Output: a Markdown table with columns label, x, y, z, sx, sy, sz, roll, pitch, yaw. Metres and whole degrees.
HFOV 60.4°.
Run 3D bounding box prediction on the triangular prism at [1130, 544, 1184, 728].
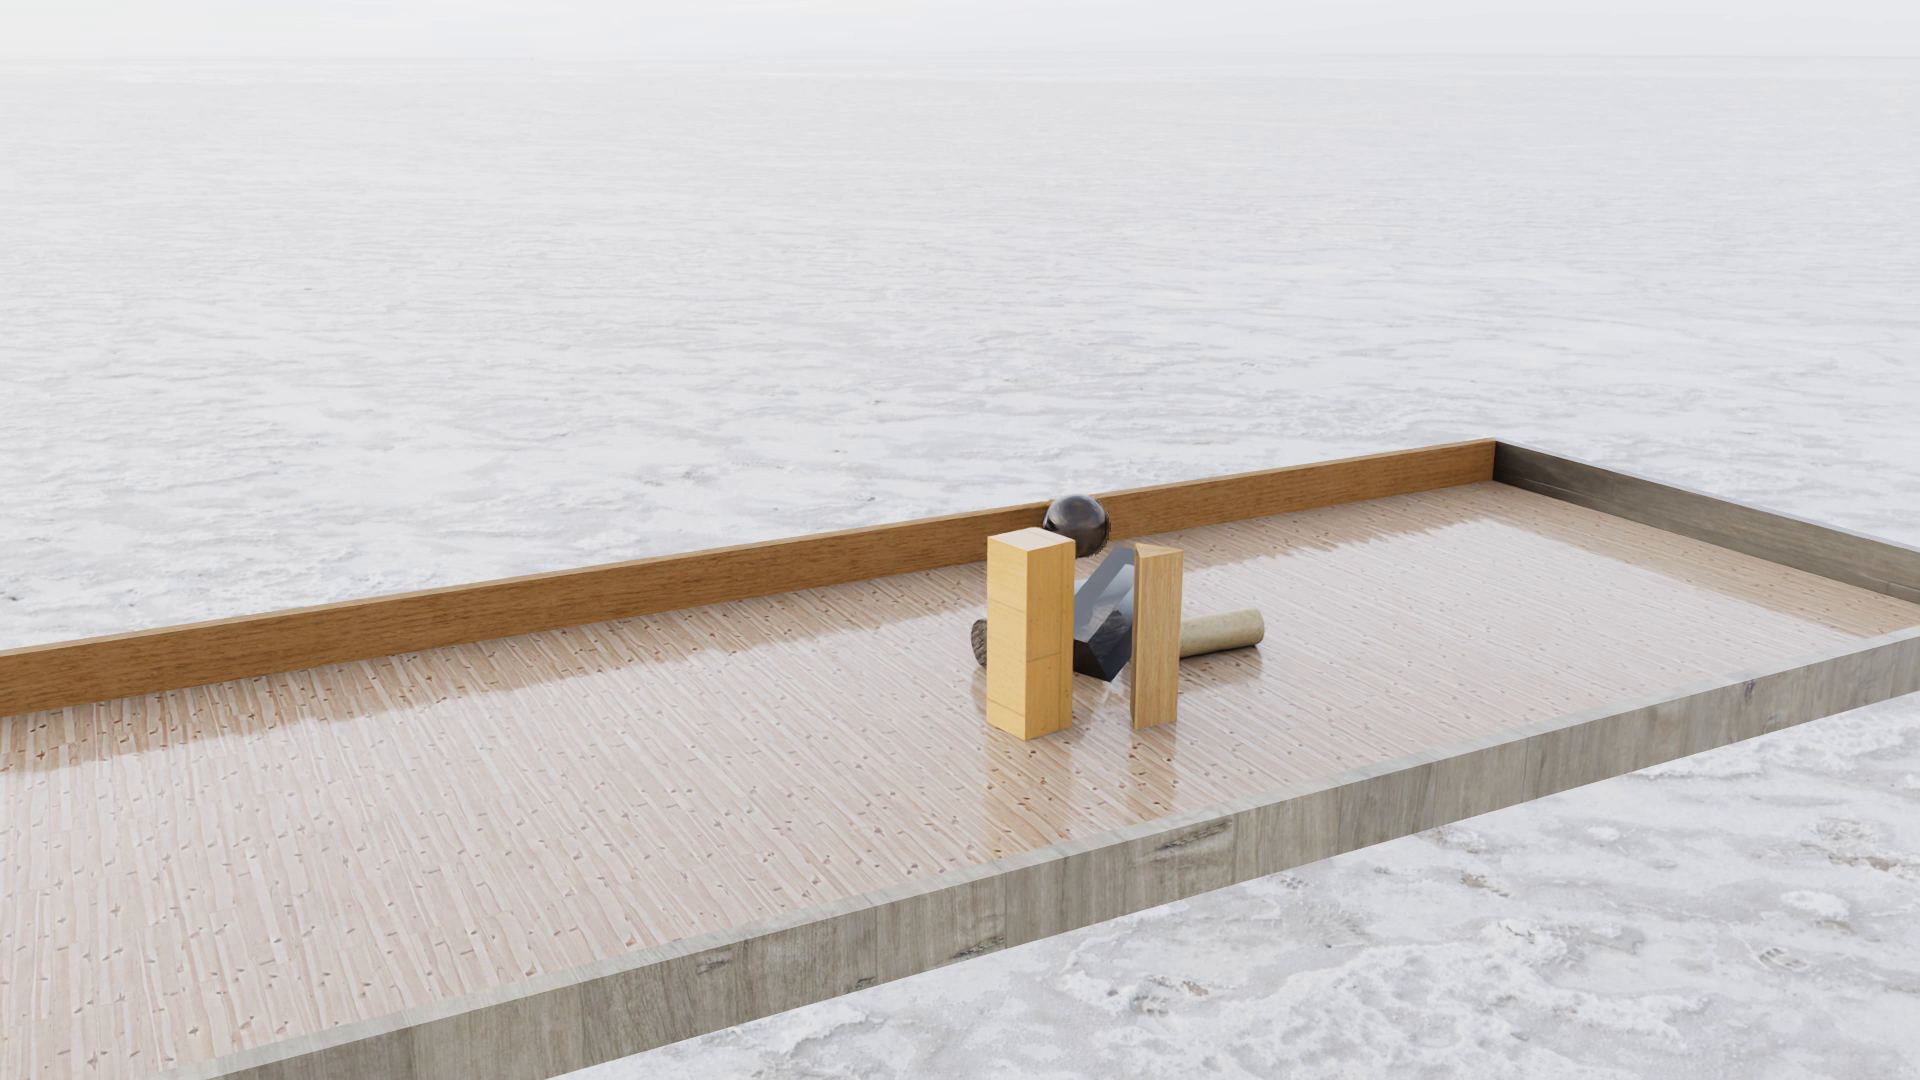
| label | x | y | z | sx | sy | sz | roll | pitch | yaw |
| --- | --- | --- | --- | --- | --- | --- | --- | --- | --- |
| triangular prism | 0.437 | 0.220 | 3.864 | 0.119 | 0.418 | 0.103 | -9 | 19 | -28 |

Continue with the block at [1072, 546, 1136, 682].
| label | x | y | z | sx | sy | sz | roll | pitch | yaw |
| --- | --- | --- | --- | --- | --- | --- | --- | --- | --- |
| block | 0.389 | 0.185 | 4.189 | 0.147 | 0.147 | 0.311 | 13 | 54 | 48 |

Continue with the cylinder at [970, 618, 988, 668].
| label | x | y | z | sx | sy | sz | roll | pitch | yaw |
| --- | --- | --- | --- | --- | --- | --- | --- | --- | --- |
| cylinder | 0.205 | 0.243 | 4.298 | 0.333 | 0.129 | 0.129 | -9 | 19 | -29 |

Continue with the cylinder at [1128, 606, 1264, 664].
| label | x | y | z | sx | sy | sz | roll | pitch | yaw |
| --- | --- | --- | --- | --- | --- | --- | --- | --- | --- |
| cylinder | 0.613 | 0.250 | 4.323 | 0.375 | 0.103 | 0.103 | -8 | 18 | -24 |

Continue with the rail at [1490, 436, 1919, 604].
| label | x | y | z | sx | sy | sz | roll | pitch | yaw |
| --- | --- | --- | --- | --- | --- | --- | --- | --- | --- |
| rail | 2.466 | -0.048 | 5.253 | 0.050 | 0.150 | 2.100 | -9 | 18 | -27 |

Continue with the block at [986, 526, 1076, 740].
| label | x | y | z | sx | sy | sz | roll | pitch | yaw |
| --- | --- | --- | --- | --- | --- | --- | --- | --- | --- |
| block | 0.162 | 0.215 | 3.817 | 0.142 | 0.455 | 0.142 | -12 | 20 | -36 |

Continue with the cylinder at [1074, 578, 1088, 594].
| label | x | y | z | sx | sy | sz | roll | pitch | yaw |
| --- | --- | --- | --- | --- | --- | --- | --- | --- | --- |
| cylinder | 0.356 | 0.171 | 4.544 | 0.455 | 0.129 | 0.129 | -11 | 20 | -33 |

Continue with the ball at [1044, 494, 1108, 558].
| label | x | y | z | sx | sy | sz | roll | pitch | yaw |
| --- | --- | --- | --- | --- | --- | --- | --- | --- | --- |
| ball | 0.361 | -0.043 | 5.140 | 0.203 | 0.203 | 0.203 | 0 | 16 | 0 |

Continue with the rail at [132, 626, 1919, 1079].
| label | x | y | z | sx | sy | sz | roll | pitch | yaw |
| --- | --- | --- | --- | --- | --- | --- | --- | --- | --- |
| rail | -2.336 | 1.006 | 1.665 | 12.000 | 0.150 | 0.050 | -9 | 18 | -27 |

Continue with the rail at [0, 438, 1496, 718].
| label | x | y | z | sx | sy | sz | roll | pitch | yaw |
| --- | --- | --- | --- | --- | --- | --- | --- | --- | --- |
| rail | -3.305 | 0.497 | 3.399 | 12.000 | 0.150 | 0.050 | -9 | 18 | -27 |
